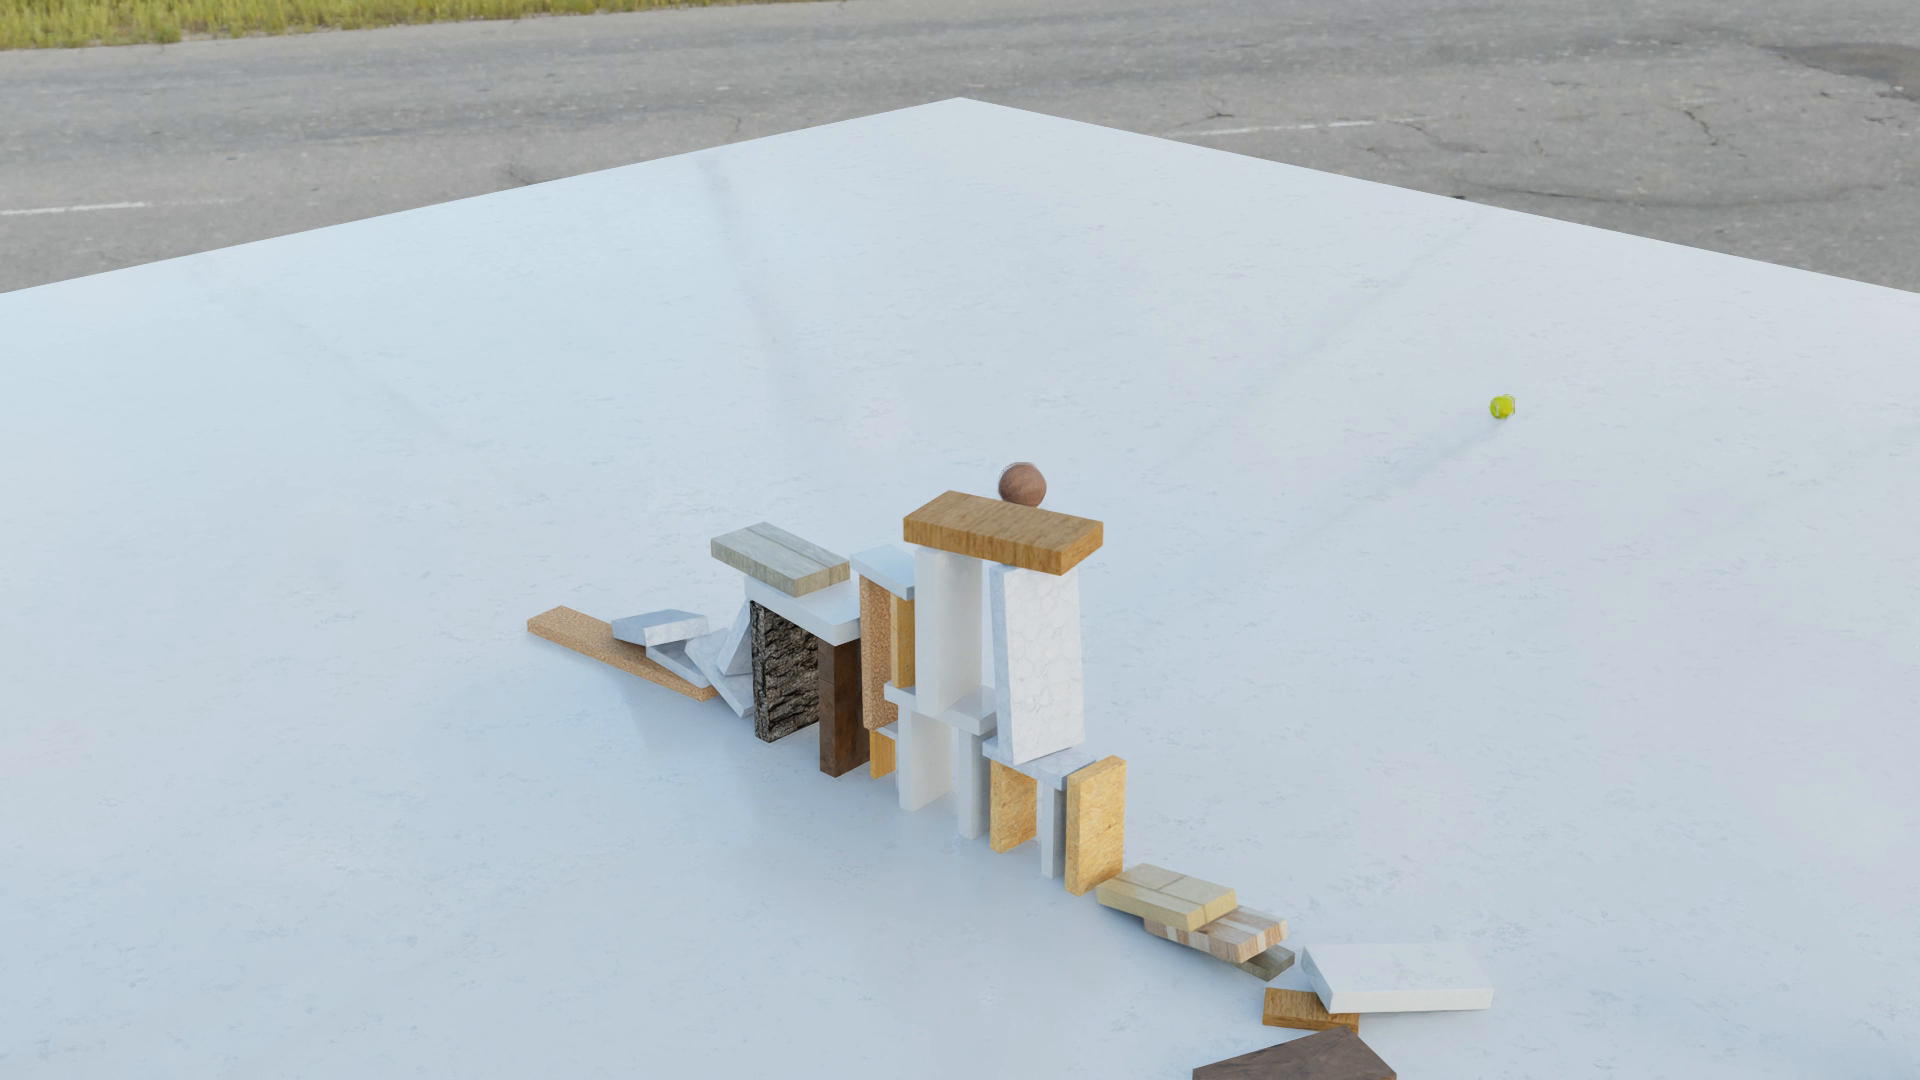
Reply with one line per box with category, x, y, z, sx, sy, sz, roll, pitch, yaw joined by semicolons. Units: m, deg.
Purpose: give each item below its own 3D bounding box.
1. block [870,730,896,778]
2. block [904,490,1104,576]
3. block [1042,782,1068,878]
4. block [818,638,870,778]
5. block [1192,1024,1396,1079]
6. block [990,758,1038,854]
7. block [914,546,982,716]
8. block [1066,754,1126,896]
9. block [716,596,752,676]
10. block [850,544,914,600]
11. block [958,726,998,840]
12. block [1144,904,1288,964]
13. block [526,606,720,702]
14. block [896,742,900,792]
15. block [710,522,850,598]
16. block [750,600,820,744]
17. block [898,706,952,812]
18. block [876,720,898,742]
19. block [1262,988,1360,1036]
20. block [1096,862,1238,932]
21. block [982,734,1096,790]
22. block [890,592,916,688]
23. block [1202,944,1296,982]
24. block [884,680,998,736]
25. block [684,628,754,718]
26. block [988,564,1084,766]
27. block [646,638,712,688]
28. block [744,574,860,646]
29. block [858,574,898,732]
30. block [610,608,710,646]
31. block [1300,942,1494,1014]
block;-0.161;0.436;4.586;0.016;0.115;0.058;21;31;41
block;0.081;-0.016;4.153;0.338;0.048;0.169;12;26;28
block;0.202;0.541;4.227;0.029;0.202;0.101;21;31;40
block;-0.221;0.320;4.594;0.046;0.322;0.161;20;30;38
block;0.548;0.890;3.610;0.298;0.042;0.149;-10;25;-22
block;0.106;0.504;4.313;0.101;0.203;0.029;-21;31;-40
block;-0.021;0.152;4.256;0.048;0.338;0.169;14;26;29
block;0.257;0.541;4.169;0.123;0.247;0.035;-20;30;-39
block;-0.416;0.170;4.824;0.147;0.293;0.042;-3;42;-41
block;-0.123;0.063;4.357;0.099;0.028;0.198;-16;28;-33
block;0.052;0.461;4.361;0.035;0.244;0.122;22;31;40
block;0.463;0.699;3.992;0.123;0.035;0.247;-20;17;-35
block;-0.768;0.259;5.110;0.587;0.031;0.109;17;29;35
block;-0.107;0.457;4.536;0.016;0.115;0.058;21;31;41
block;-0.383;0.039;4.673;0.147;0.042;0.293;-19;30;-38
block;-0.371;0.261;4.734;0.046;0.322;0.161;21;31;40
block;-0.070;0.418;4.464;0.035;0.244;0.122;19;29;37
block;-0.134;0.386;4.535;0.115;0.016;0.058;21;31;40
block;0.609;0.816;3.808;0.163;0.023;0.081;4;23;10
block;0.380;0.659;4.067;0.123;0.035;0.247;-20;17;-35
block;0.152;0.417;4.224;0.202;0.029;0.101;21;30;40
block;-0.085;0.190;4.346;0.099;0.198;0.028;-11;26;-25
block;0.516;0.742;3.982;0.163;0.023;0.081;20;30;39
block;-0.018;0.314;4.352;0.244;0.035;0.122;18;29;36
block;-0.506;0.294;4.905;0.109;0.031;0.219;-21;57;-39
block;0.147;0.220;4.154;0.169;0.386;0.048;-15;22;-32
block;-0.608;0.271;5.003;0.109;0.031;0.219;-19;29;-37
block;-0.292;0.125;4.582;0.161;0.046;0.322;-18;29;-36
block;-0.155;0.215;4.477;0.028;0.345;0.099;20;30;41
block;-0.688;0.199;5.034;0.147;0.042;0.293;-11;6;-23
block;0.766;0.767;3.861;0.298;0.042;0.149;1;22;-13
